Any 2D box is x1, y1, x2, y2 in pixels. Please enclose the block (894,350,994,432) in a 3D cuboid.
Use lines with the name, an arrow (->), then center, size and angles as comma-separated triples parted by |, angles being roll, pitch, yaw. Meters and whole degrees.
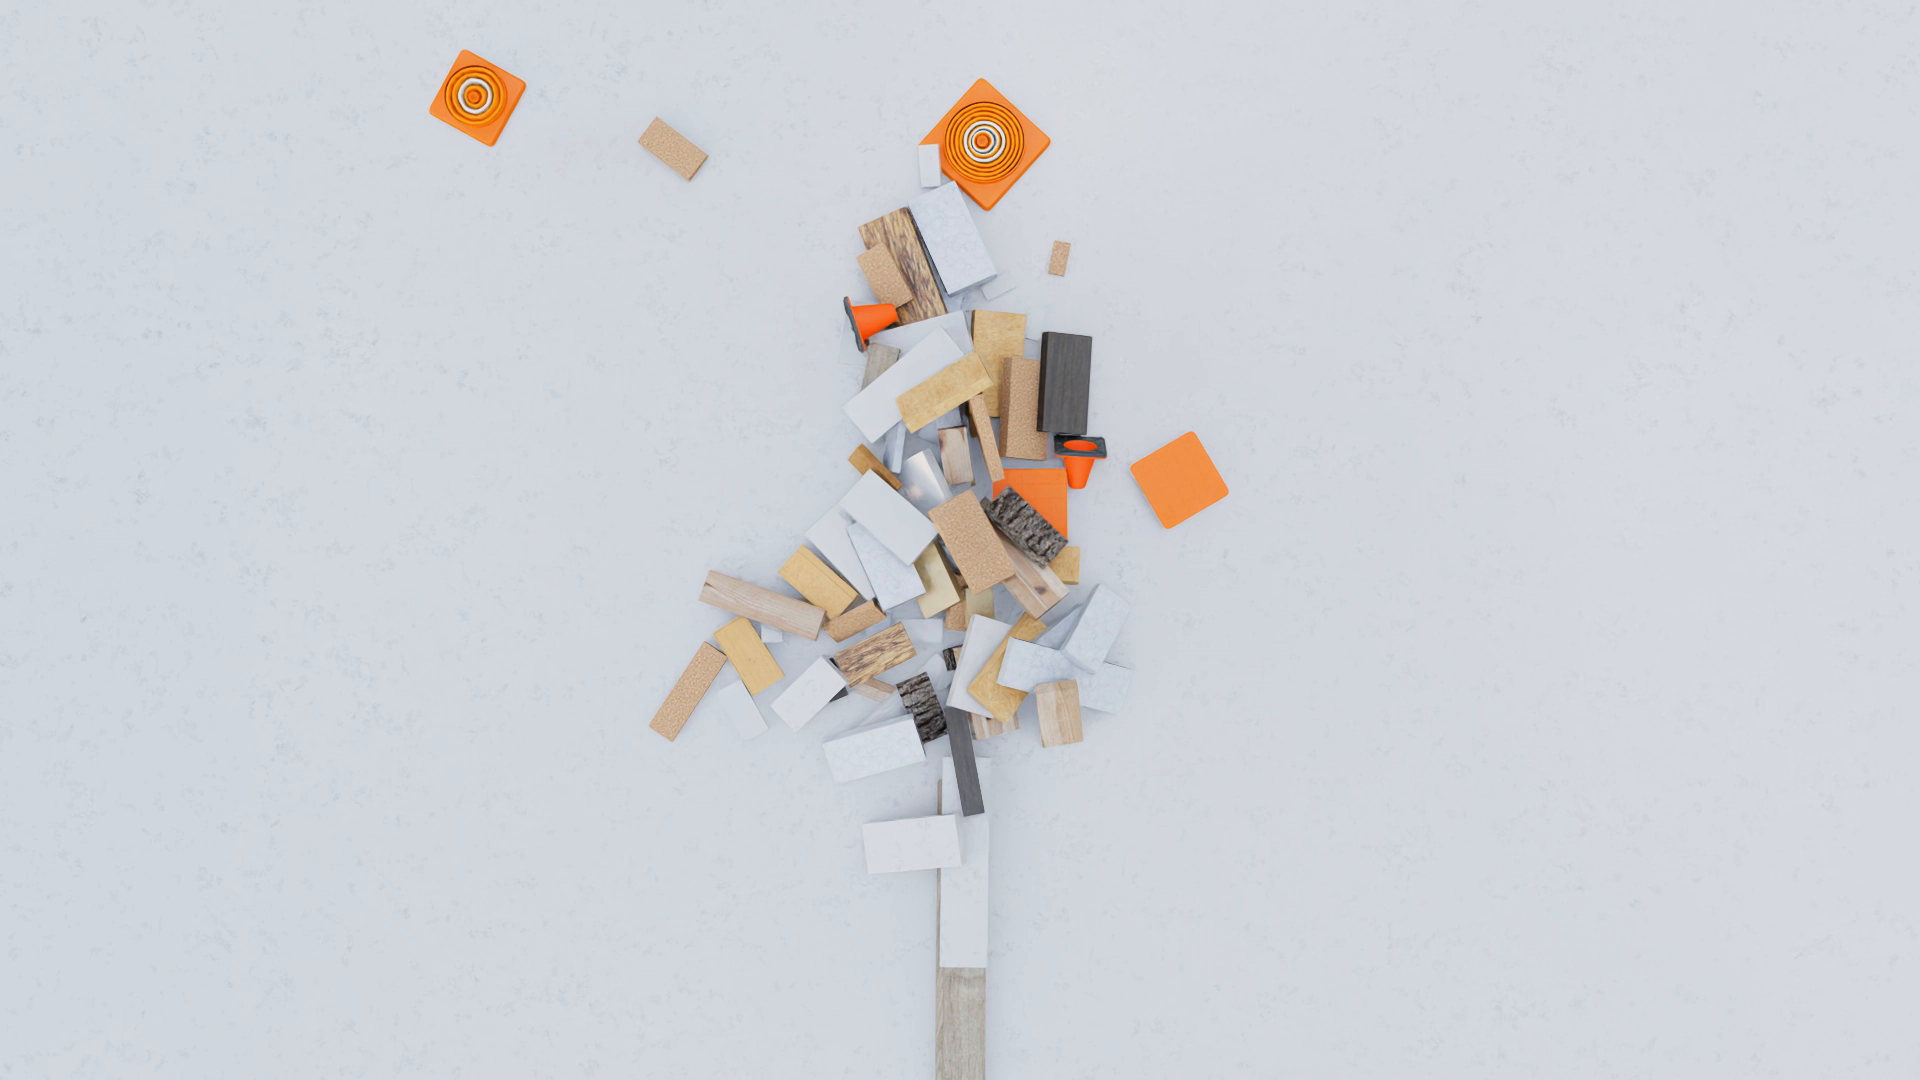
block -> -0.052, -0.473, 5.264 | 0.304, 0.152, 0.043 | -30, 130, 7

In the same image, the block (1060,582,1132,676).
block -> 0.446, 0.291, 5.409 | 0.136, 0.039, 0.273 | 37, 64, -14

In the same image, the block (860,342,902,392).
block -> -0.266, -0.531, 5.415 | 0.096, 0.027, 0.219 | 14, 98, 10

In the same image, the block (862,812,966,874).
block -> -0.152, 0.997, 5.417 | 0.331, 0.047, 0.166 | -9, 87, 20

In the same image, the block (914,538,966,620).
block -> -0.107, 0.098, 5.427 | 0.145, 0.041, 0.290 | -29, 79, 25

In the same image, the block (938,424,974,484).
block -> -0.015, -0.278, 5.392 | 0.093, 0.026, 0.185 | -8, 109, 1

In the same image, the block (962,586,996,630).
block -> 0.065, 0.239, 5.447 | 0.095, 0.027, 0.189 | -10, 107, -17

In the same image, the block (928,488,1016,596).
block -> 0.041, 0.008, 5.336 | 0.155, 0.044, 0.310 | -28, 84, -13

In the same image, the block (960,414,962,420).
block -> -0.032, -0.417, 5.468 | 0.062, 0.017, 0.123 | -21, 103, 13

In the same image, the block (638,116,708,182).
block -> -0.954, -1.300, 5.485 | 0.212, 0.030, 0.106 | 37, 90, 0

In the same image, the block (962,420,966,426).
block -> -0.017, -0.313, 5.460 | 0.081, 0.023, 0.161 | -5, 111, -1

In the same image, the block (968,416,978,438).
block -> 0.060, -0.404, 5.478 | 0.062, 0.017, 0.123 | -8, 93, -13

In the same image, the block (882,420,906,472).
block -> -0.216, -0.319, 5.451 | 0.027, 0.096, 0.192 | 8, 90, -25

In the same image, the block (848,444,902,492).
block -> -0.281, -0.224, 5.452 | 0.192, 0.096, 0.027 | 46, 58, 0

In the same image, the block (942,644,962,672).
block -> 0.018, 0.381, 5.466 | 0.142, 0.020, 0.071 | -15, 92, -19

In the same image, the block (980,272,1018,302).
block -> 0.129, -0.845, 5.492 | 0.111, 0.016, 0.055 | -27, 90, 0

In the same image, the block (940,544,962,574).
block -> -0.024, 0.105, 5.464 | 0.095, 0.027, 0.189 | -6, 102, 3

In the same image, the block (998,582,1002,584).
block -> 0.187, 0.093, 5.466 | 0.214, 0.030, 0.107 | 5, 68, 0

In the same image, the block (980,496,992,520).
block -> 0.064, -0.075, 5.449 | 0.066, 0.019, 0.131 | 41, 98, -14

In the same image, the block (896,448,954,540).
block -> -0.096, -0.143, 5.436 | 0.145, 0.041, 0.290 | -26, 90, 42

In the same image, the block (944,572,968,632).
block -> 0.012, 0.206, 5.449 | 0.095, 0.027, 0.189 | 5, 103, -21

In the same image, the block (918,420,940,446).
block -> -0.071, -0.402, 5.456 | 0.081, 0.023, 0.161 | 23, 108, 0

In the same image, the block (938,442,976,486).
block -> -0.010, -0.262, 5.454 | 0.093, 0.026, 0.185 | -11, 111, 2

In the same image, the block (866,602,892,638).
block -> -0.271, 0.288, 5.489 | 0.079, 0.022, 0.158 | 6, 90, 0

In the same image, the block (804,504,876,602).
block -> -0.350, 0.042, 5.447 | 0.155, 0.044, 0.310 | -43, 84, -11

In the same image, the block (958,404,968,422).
block -> -0.027, -0.431, 5.491 | 0.123, 0.017, 0.062 | 22, 90, 0

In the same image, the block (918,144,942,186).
block -> -0.098, -1.241, 5.464 | 0.068, 0.019, 0.135 | 0, 105, 19

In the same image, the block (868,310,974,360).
block -> -0.124, -0.633, 5.415 | 0.327, 0.046, 0.163 | -13, 92, 12

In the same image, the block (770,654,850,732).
block -> -0.497, 0.507, 5.454 | 0.248, 0.035, 0.124 | -44, 90, 13

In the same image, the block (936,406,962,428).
block -> -0.045, -0.433, 5.409 | 0.081, 0.023, 0.161 | -11, 90, 0

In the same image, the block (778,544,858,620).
block -> -0.468, 0.142, 5.447 | 0.247, 0.035, 0.124 | 41, 90, 0

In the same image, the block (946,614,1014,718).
block -> 0.073, 0.413, 5.404 | 0.155, 0.044, 0.310 | 19, 81, -17

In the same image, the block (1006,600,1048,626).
block -> 0.225, 0.252, 5.484 | 0.109, 0.031, 0.219 | 26, 90, 0

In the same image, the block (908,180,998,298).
block -> -0.026, -0.994, 5.452 | 0.173, 0.049, 0.346 | -24, 82, 0

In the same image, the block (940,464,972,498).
block -> -0.008, -0.167, 5.458 | 0.093, 0.026, 0.185 | -8, 109, 0

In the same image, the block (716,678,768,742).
block -> -0.723, 0.567, 5.487 | 0.095, 0.027, 0.190 | -29, 90, 0

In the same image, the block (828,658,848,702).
block -> -0.428, 0.466, 5.490 | 0.068, 0.019, 0.135 | -23, 90, 0
